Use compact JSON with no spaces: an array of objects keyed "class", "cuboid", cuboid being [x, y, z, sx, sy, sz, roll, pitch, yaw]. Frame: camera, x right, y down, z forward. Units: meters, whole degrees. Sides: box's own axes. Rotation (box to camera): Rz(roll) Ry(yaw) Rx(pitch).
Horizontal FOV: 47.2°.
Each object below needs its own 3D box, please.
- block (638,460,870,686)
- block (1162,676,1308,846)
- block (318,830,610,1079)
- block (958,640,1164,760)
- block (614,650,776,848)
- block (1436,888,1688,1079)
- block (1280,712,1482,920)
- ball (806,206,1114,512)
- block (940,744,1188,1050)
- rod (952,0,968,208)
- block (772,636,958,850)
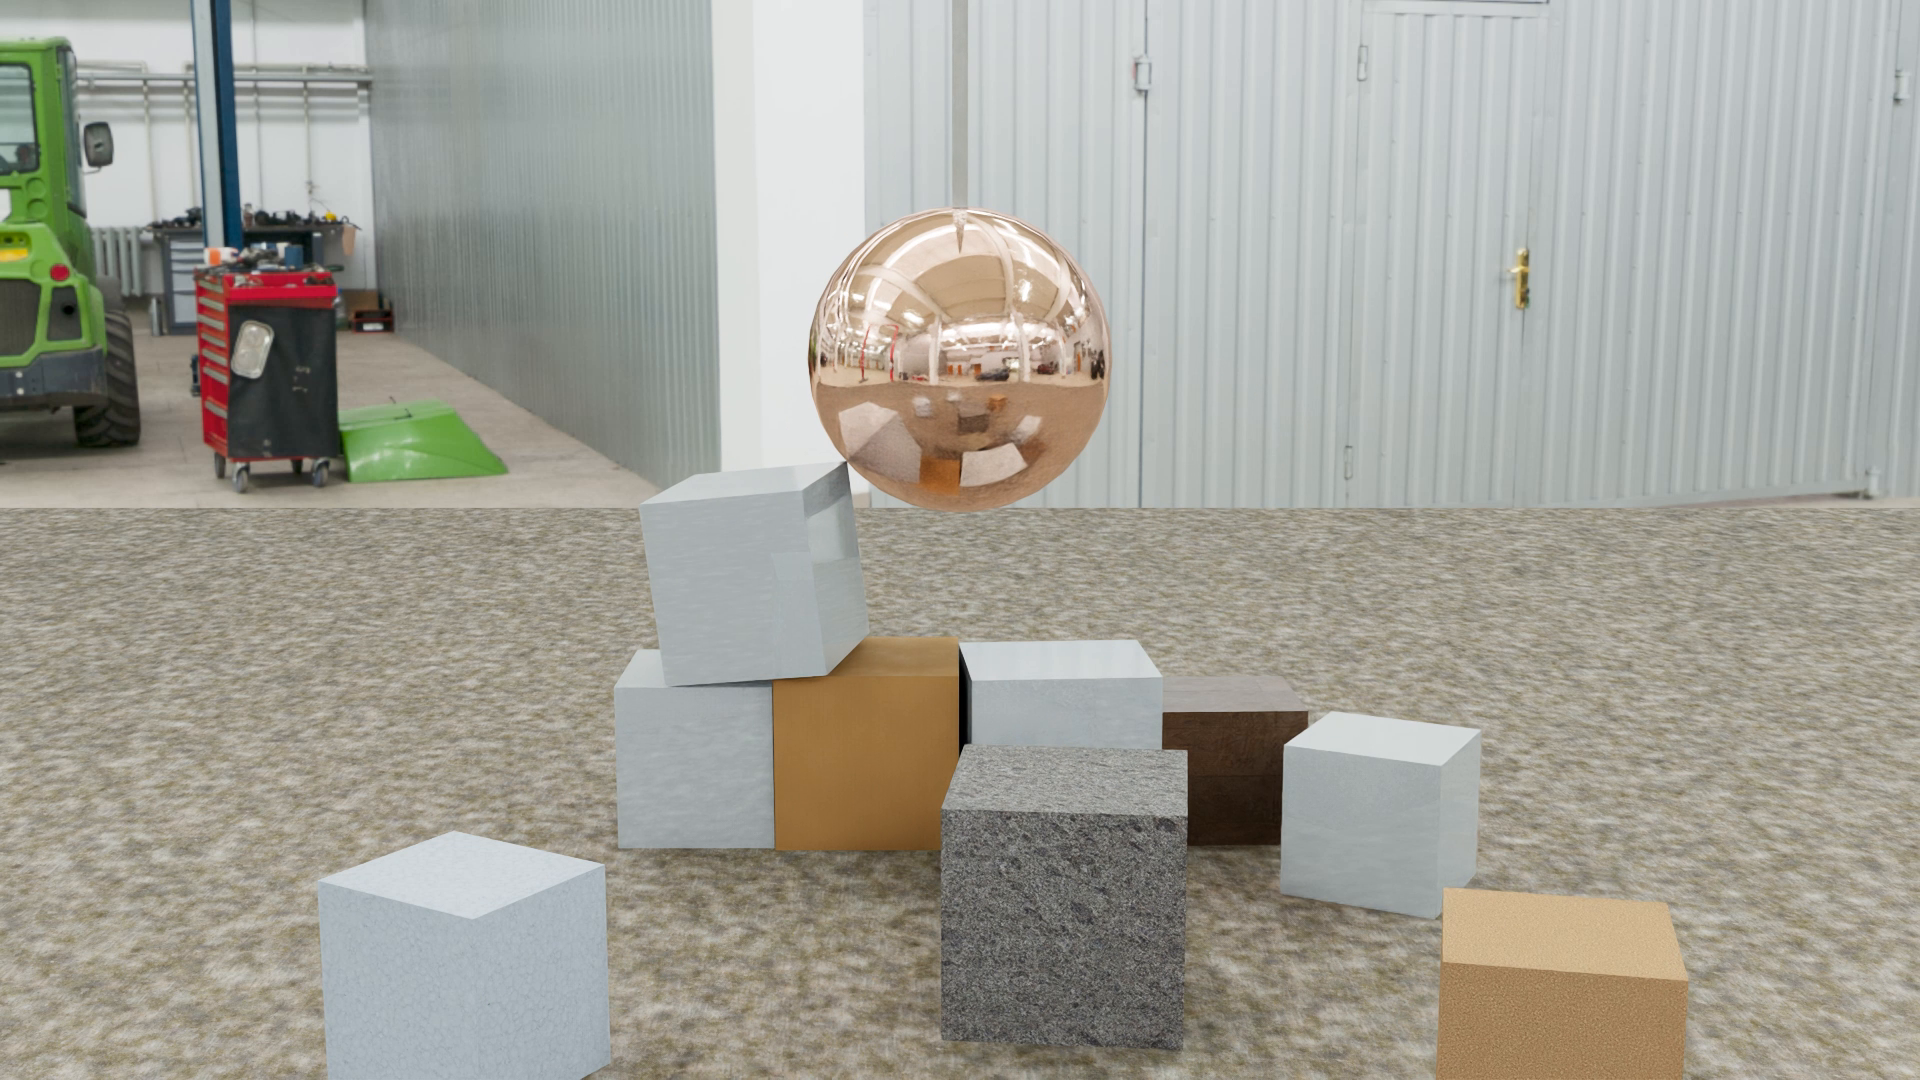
[{"class":"block","cuboid":[-1.024,0.158,11.155,0.837,0.921,0.862,-5,11,13]},{"class":"block","cuboid":[1.344,1.133,11.392,0.766,0.695,0.733,0,10,-2]},{"class":"block","cuboid":[-1.865,1.639,8.317,0.786,0.799,0.703,6,12,31]},{"class":"block","cuboid":[0.491,1.058,11.154,0.934,0.928,0.820,-1,10,-4]},{"class":"block","cuboid":[-1.323,1.066,11.381,0.785,0.831,0.826,0,10,0]},{"class":"block","cuboid":[2.099,1.751,7.774,0.793,0.773,0.772,2,11,12]},{"class":"block","cuboid":[2.003,1.288,10.451,0.746,0.726,0.699,5,12,27]},{"class":"ball","cuboid":[0.000,-0.942,11.520,1.600,1.600,1.600,0,10,0]},{"class":"block","cuboid":[0.446,1.435,9.016,0.951,0.950,0.936,1,10,6]},{"class":"rod","cuboid":[0.000,-4.224,10.634,0.080,5.200,0.080,0,15,0]},{"class":"block","cuboid":[-0.467,1.035,11.363,0.918,0.897,0.873,0,10,0]}]
